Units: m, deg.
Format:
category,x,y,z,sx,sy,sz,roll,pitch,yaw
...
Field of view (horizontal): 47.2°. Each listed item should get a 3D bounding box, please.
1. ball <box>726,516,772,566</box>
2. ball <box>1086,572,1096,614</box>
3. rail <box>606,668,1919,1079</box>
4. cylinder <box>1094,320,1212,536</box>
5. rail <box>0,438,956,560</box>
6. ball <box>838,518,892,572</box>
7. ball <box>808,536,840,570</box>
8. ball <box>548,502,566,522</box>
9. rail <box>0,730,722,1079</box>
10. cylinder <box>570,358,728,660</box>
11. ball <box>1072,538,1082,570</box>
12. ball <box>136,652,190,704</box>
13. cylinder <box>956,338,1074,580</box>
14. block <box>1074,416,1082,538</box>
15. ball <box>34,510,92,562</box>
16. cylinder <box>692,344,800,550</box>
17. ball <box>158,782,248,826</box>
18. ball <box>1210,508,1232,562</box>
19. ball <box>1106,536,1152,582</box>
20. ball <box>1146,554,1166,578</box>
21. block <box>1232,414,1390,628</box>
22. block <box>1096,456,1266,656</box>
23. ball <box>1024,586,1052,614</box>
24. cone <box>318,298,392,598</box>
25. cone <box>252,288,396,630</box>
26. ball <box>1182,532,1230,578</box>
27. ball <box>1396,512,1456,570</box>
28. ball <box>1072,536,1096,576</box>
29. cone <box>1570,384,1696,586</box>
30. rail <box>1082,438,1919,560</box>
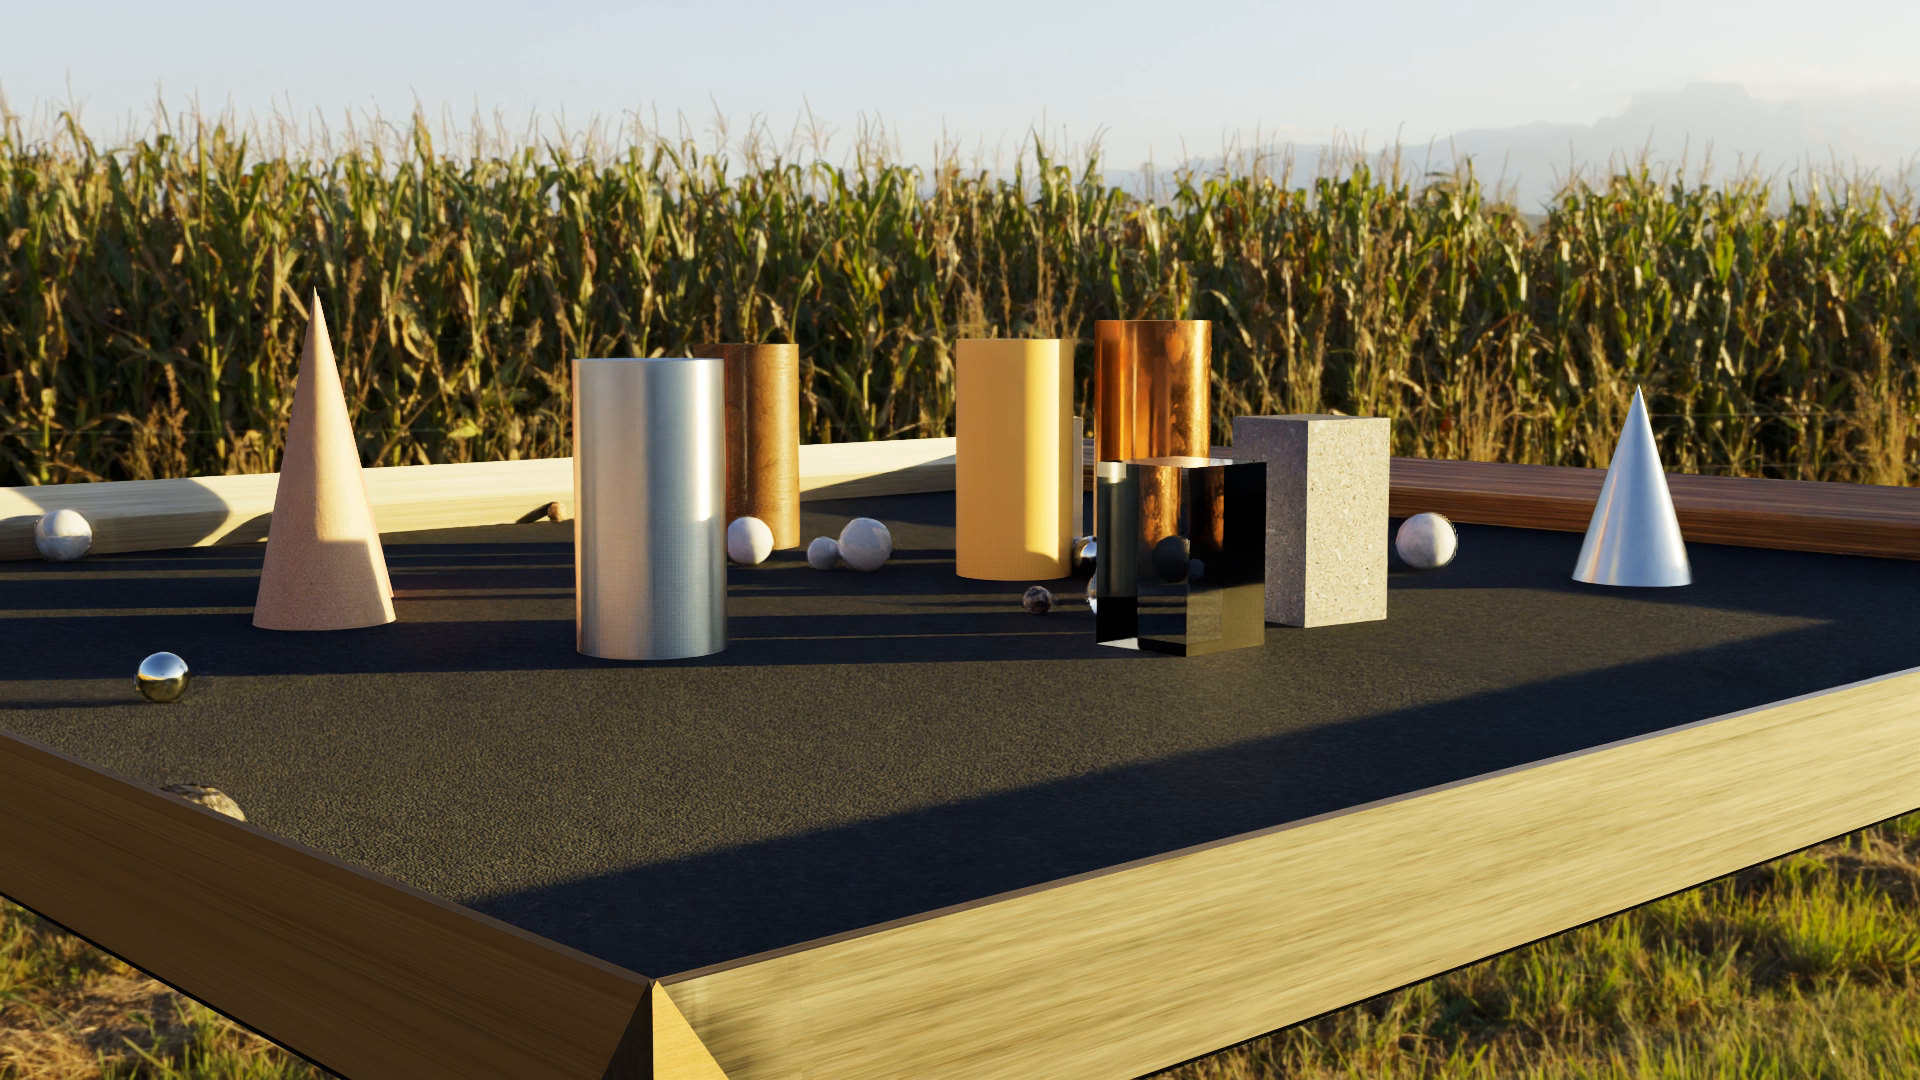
category,x,y,z,sx,sy,sz,roll,pitch,yaw
ball,-0.371,0.002,3.853,0.086,0.086,0.086,0,6,0
ball,0.223,0.077,3.138,0.086,0.086,0.086,0,6,0
rail,1.067,0.153,2.182,3.339,0.129,0.045,-5,8,-42
cylinder,0.329,-0.161,3.767,0.199,0.428,0.199,0,6,0
rail,-1.067,-0.086,4.482,3.339,0.129,0.045,-5,8,-42
ball,-0.163,0.008,3.770,0.092,0.092,0.092,0,6,0
ball,-0.235,0.023,3.792,0.057,0.057,0.057,0,6,0
ball,-0.854,-0.059,4.658,0.040,0.040,0.040,0,6,0
rail,-1.210,0.149,2.222,0.045,0.129,3.193,-5,8,-42
cylinder,-0.408,-0.046,2.895,0.199,0.381,0.199,0,6,0
ball,0.202,0.023,3.800,0.056,0.056,0.056,0,6,0
ball,-0.907,0.157,2.504,0.058,0.058,0.058,0,6,0
cylinder,0.093,-0.140,3.719,0.199,0.397,0.199,0,6,0
block,0.129,-0.102,4.046,0.159,0.252,0.159,-1,6,-10
ball,-1.594,-0.008,3.909,0.094,0.094,0.094,0,6,0
cylinder,-0.405,-0.180,4.174,0.199,0.382,0.199,0,6,0
ball,-0.578,0.229,1.641,0.094,0.094,0.094,0,6,0
ball,0.474,-0.009,3.906,0.096,0.096,0.096,0,6,0
ball,0.278,0.030,3.634,0.075,0.075,0.075,0,6,0
ball,0.325,0.044,3.669,0.040,0.040,0.040,0,6,0
block,0.508,-0.033,3.196,0.159,0.291,0.159,-4,7,-34
block,0.295,0.018,2.937,0.159,0.245,0.159,-6,8,-43
ball,0.115,0.089,3.233,0.042,0.042,0.042,0,6,0
cone,-0.986,-0.143,3.402,0.199,0.469,0.199,0,6,0
cone,-0.916,-0.122,3.146,0.199,0.479,0.199,0,6,0
ball,0.409,0.026,3.664,0.078,0.078,0.078,0,6,0
ball,0.800,0.003,3.779,0.099,0.099,0.099,0,6,0
ball,0.222,0.027,3.707,0.067,0.067,0.067,0,6,0
cone,1.120,-0.097,3.646,0.199,0.325,0.199,0,6,0
rail,1.210,-0.082,4.442,0.045,0.129,3.193,-5,8,-42
